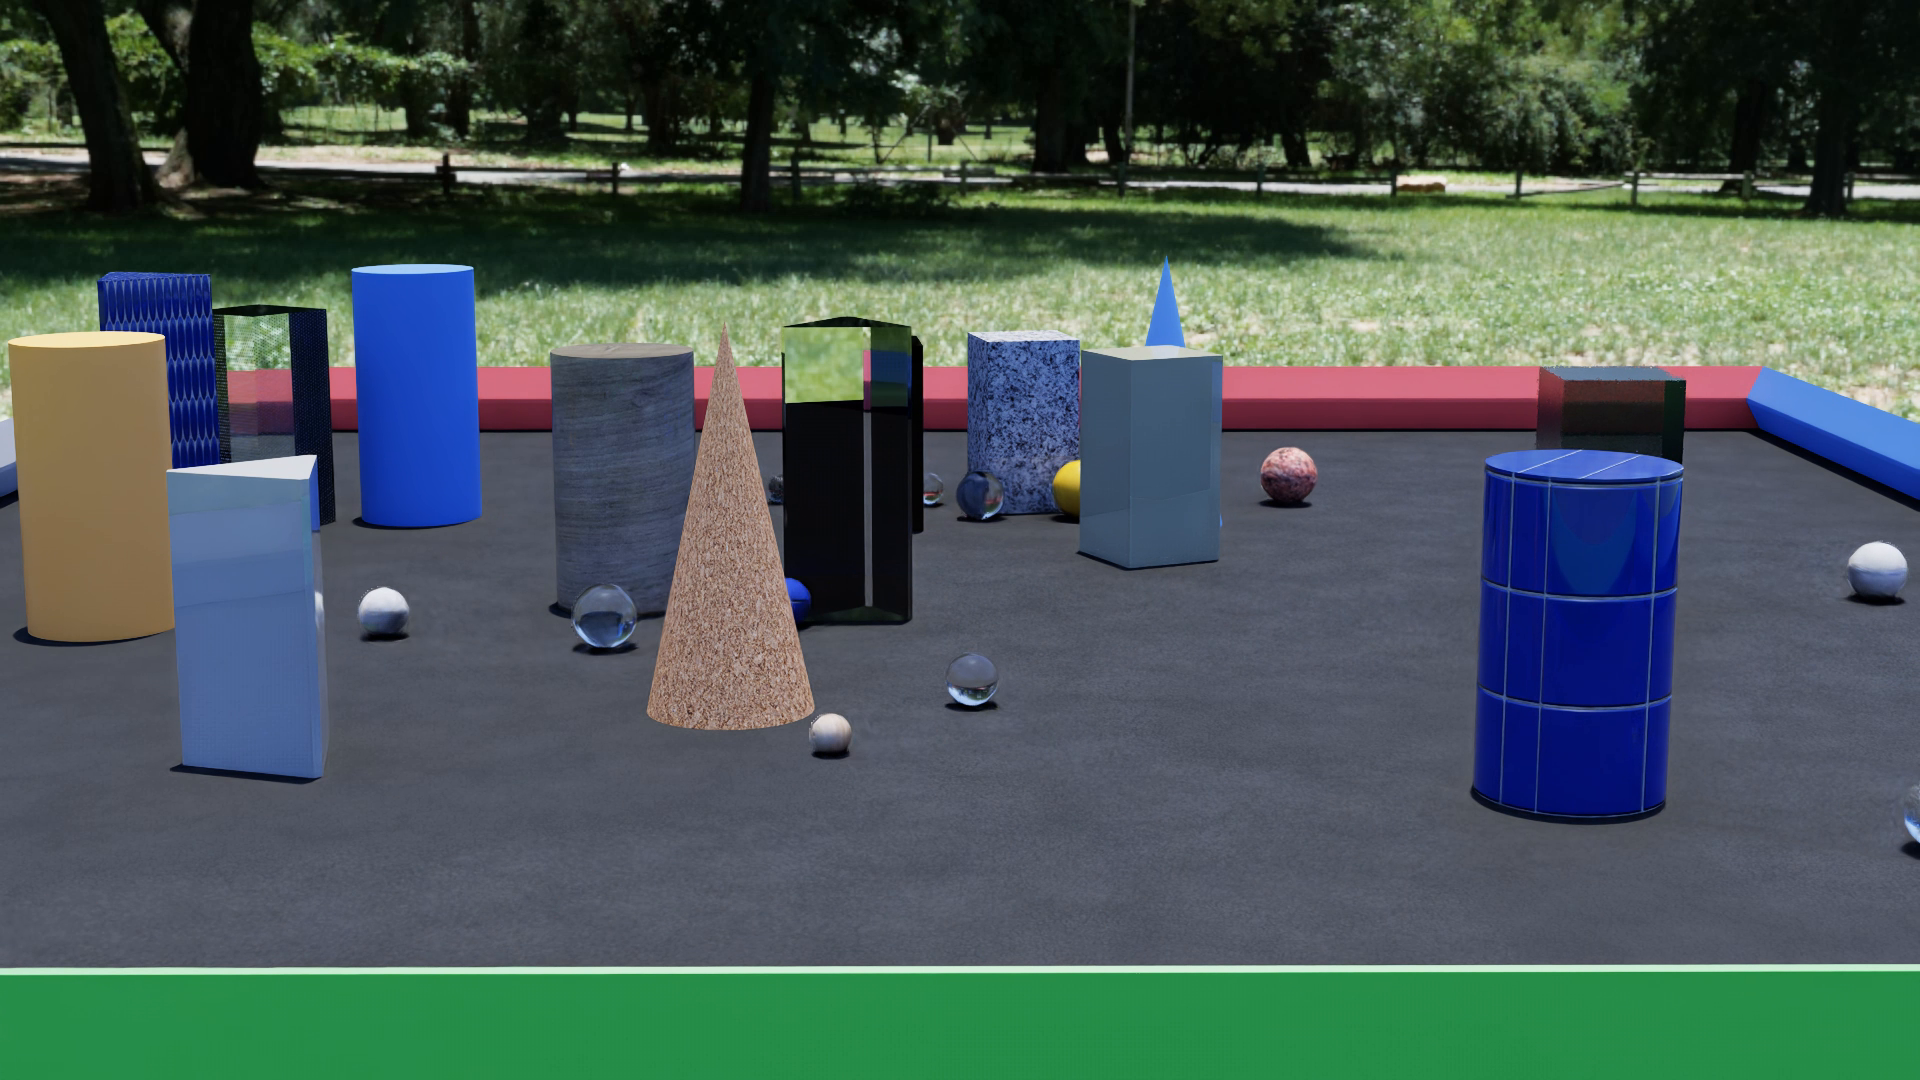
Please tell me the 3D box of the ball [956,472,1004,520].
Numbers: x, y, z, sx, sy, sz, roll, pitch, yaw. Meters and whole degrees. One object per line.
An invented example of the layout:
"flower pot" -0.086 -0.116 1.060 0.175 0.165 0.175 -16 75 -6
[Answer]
"ball" 0.033 -0.073 4.144 0.078 0.078 0.078 0 11 0

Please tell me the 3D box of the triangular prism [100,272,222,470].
"triangular prism" -1.182 -0.170 3.712 0.166 0.427 0.144 -9 14 -41

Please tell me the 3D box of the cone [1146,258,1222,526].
"cone" 0.325 -0.238 4.075 0.191 0.428 0.191 0 11 0

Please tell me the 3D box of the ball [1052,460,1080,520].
"ball" 0.196 -0.081 4.143 0.096 0.096 0.096 0 11 0

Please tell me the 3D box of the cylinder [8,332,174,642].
"cylinder" -1.121 -0.073 3.329 0.191 0.376 0.191 0 11 0

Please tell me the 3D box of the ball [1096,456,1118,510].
"ball" 0.255 -0.093 4.218 0.090 0.090 0.090 0 11 0

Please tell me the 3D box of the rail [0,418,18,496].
"rail" -1.603 0.034 3.440 0.045 0.124 3.479 0 11 0

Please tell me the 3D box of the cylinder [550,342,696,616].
"cylinder" -0.453 -0.084 3.474 0.191 0.346 0.191 0 11 0

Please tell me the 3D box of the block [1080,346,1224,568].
"block" 0.283 -0.127 3.817 0.153 0.305 0.153 -5 12 -25

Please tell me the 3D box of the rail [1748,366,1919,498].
"rail" 1.603 0.030 3.458 0.045 0.124 3.479 0 11 0

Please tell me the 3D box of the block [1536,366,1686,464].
"block" 0.842 -0.053 3.348 0.153 0.331 0.153 0 11 1

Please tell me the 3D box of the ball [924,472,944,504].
"ball" -0.054 -0.086 4.281 0.053 0.053 0.053 0 11 0

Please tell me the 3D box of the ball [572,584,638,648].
"ball" -0.447 0.095 3.231 0.081 0.081 0.081 0 11 0

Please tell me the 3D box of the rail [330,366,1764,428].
"rail" -0.010 -0.282 5.136 3.253 0.124 0.045 0 11 0

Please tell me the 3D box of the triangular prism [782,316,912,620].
"triangular prism" -0.150 -0.098 3.430 0.166 0.389 0.144 0 11 -2

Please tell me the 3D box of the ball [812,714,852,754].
"ball" -0.137 0.207 2.735 0.044 0.044 0.044 0 11 0

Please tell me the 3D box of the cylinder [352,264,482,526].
"cylinder" -0.875 -0.236 4.137 0.191 0.401 0.191 0 11 0

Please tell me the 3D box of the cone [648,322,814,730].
"cone" -0.262 -0.026 2.890 0.191 0.445 0.191 0 11 0

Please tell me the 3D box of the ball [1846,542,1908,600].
"ball" 1.259 0.043 3.521 0.079 0.079 0.079 0 11 0

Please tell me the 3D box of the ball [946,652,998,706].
"ball" 0.014 0.160 2.943 0.061 0.061 0.061 0 11 0

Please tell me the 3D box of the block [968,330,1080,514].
"block" 0.104 -0.197 4.253 0.153 0.283 0.153 -2 11 -12

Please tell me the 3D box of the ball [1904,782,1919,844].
"ball" 0.919 0.255 2.392 0.075 0.075 0.075 0 11 0

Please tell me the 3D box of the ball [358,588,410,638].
"ball" -0.740 0.093 3.294 0.063 0.063 0.063 0 11 0

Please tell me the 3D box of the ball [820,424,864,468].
"ball" -0.214 -0.170 4.661 0.079 0.079 0.079 0 11 0

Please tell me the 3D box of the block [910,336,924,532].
"block" -0.140 -0.171 4.083 0.153 0.293 0.153 -1 11 -5

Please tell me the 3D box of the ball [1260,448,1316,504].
"ball" 0.549 -0.108 4.288 0.094 0.094 0.094 0 11 0

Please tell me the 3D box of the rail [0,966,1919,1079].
"rail" 0.010 0.346 1.763 3.253 0.124 0.045 0 11 0

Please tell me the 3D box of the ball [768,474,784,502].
"ball" -0.296 -0.086 4.298 0.047 0.047 0.047 0 11 0

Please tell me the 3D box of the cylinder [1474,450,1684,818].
"cylinder" 0.618 0.089 2.572 0.191 0.335 0.191 0 11 0

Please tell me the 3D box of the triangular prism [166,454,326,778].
"triangular prism" -0.717 0.075 2.713 0.166 0.312 0.144 4 11 19

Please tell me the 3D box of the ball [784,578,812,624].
"ball" -0.227 0.081 3.351 0.065 0.065 0.065 0 11 0

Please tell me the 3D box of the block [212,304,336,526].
"block" -1.109 -0.193 4.070 0.153 0.342 0.153 7 12 32
